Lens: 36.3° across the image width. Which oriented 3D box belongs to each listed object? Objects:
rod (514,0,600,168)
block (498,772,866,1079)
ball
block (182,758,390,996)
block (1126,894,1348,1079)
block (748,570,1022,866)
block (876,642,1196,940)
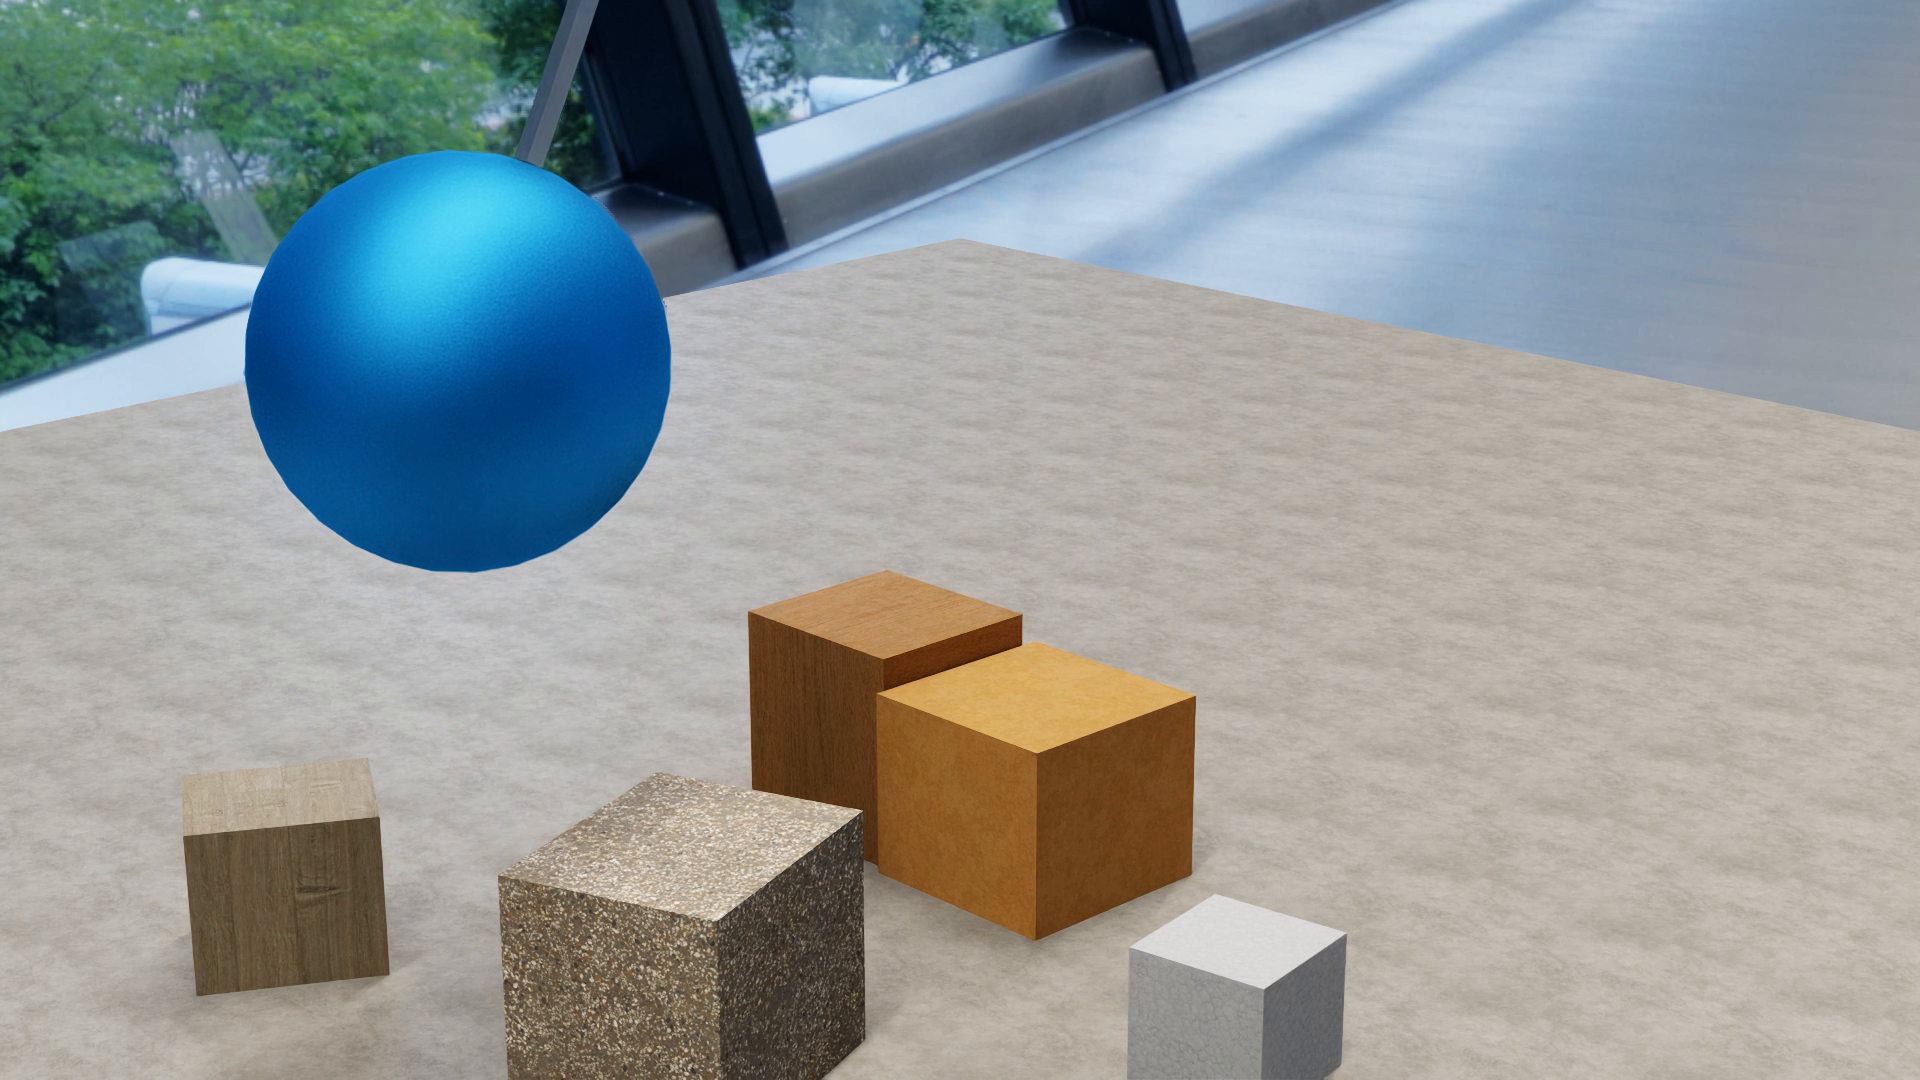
[{"bbox_3d":[-0.822,-3.898,11.254,0.080,5.200,0.080,17,-3,42],"label":"rod"},{"bbox_3d":[-1.059,1.642,11.451,0.948,1.001,1.148,8,19,24],"label":"block"},{"bbox_3d":[-1.898,-0.675,11.140,1.600,1.600,1.600,0,17,0],"label":"ball"},{"bbox_3d":[-2.897,1.433,12.576,0.797,0.725,0.688,-5,18,-14],"label":"block"},{"bbox_3d":[1.089,1.837,11.539,0.610,0.577,0.623,13,21,35],"label":"block"},{"bbox_3d":[-0.353,0.832,13.986,0.896,1.026,0.938,-16,24,-42],"label":"block"},{"bbox_3d":[0.343,1.114,13.337,1.019,0.877,1.017,-16,24,-41],"label":"block"}]
